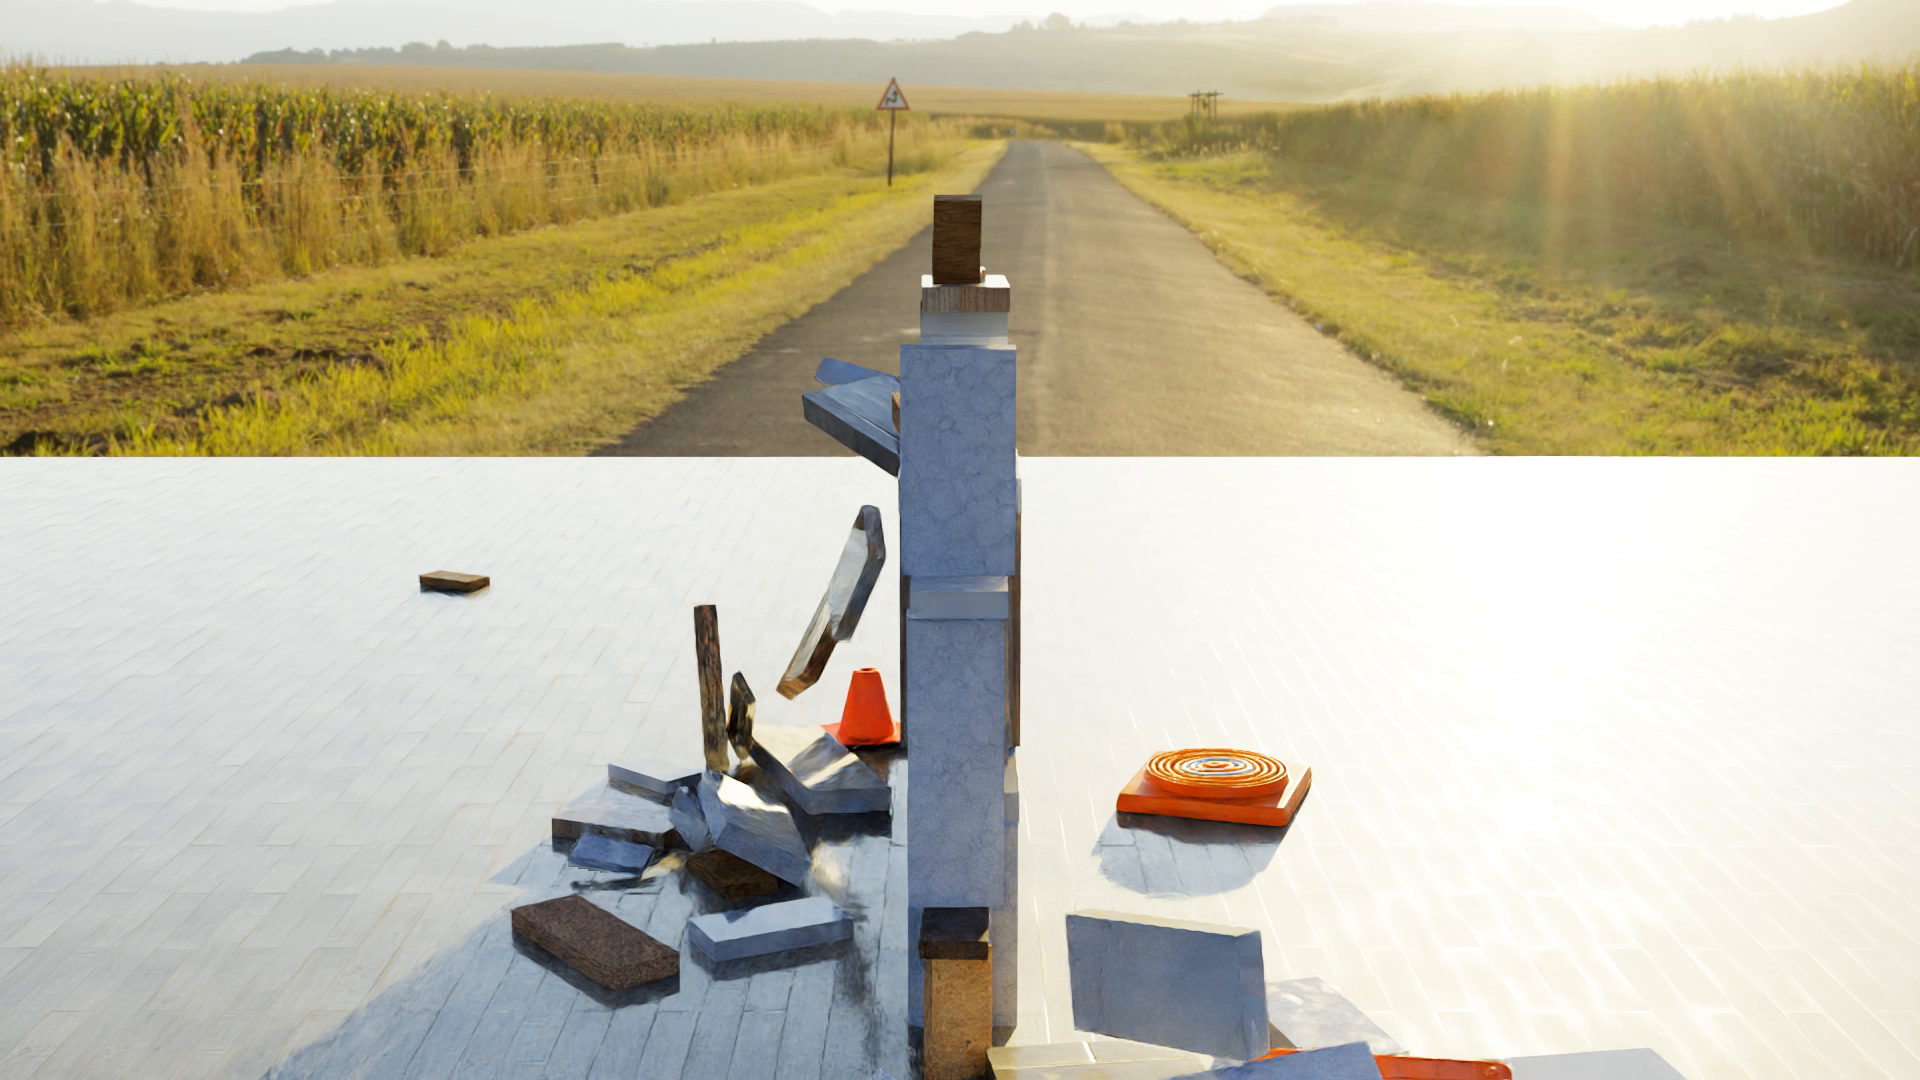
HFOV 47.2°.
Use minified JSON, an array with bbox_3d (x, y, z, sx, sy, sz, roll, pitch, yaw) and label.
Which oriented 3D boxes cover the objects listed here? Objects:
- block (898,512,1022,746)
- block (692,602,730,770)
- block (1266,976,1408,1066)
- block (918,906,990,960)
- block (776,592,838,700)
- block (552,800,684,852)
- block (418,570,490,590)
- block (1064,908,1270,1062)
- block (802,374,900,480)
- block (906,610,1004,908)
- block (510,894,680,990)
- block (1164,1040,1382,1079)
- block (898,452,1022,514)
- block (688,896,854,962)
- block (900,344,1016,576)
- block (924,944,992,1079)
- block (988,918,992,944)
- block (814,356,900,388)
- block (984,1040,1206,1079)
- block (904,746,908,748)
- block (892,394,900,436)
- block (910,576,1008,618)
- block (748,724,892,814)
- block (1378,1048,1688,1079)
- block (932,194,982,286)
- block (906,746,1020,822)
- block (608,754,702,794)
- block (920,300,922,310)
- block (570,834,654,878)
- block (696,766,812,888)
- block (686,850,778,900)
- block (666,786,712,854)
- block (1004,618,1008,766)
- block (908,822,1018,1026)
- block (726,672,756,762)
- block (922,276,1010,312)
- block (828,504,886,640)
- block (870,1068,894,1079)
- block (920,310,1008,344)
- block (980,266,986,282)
[{"bbox_3d":[0.000,0.126,3.248,0.178,0.356,0.050,0,10,0],"label":"block"},{"bbox_3d":[-0.492,0.287,4.346,0.046,0.323,0.162,-5,1,-7],"label":"block"},{"bbox_3d":[0.497,0.683,3.061,0.139,0.039,0.277,-3,11,-16],"label":"block"},{"bbox_3d":[-0.006,0.522,2.973,0.090,0.026,0.181,0,10,2],"label":"block"},{"bbox_3d":[-0.279,0.194,4.428,0.036,0.254,0.127,35,-34,-15],"label":"block"},{"bbox_3d":[-0.608,0.516,3.979,0.232,0.033,0.116,4,11,22],"label":"block"},{"bbox_3d":[-1.417,0.113,6.165,0.181,0.026,0.090,6,12,29],"label":"block"},{"bbox_3d":[0.262,0.567,2.825,0.044,0.156,0.311,-5,1,-40],"label":"block"},{"bbox_3d":[-0.108,-0.192,3.780,0.164,0.046,0.417,-16,26,-24],"label":"block"},{"bbox_3d":[-0.006,0.298,2.991,0.130,0.409,0.037,0,10,-1],"label":"block"},{"bbox_3d":[-0.569,0.621,3.412,0.116,0.033,0.329,-8,13,-37],"label":"block"},{"bbox_3d":[0.289,0.700,2.630,0.441,0.044,0.156,-11,18,1],"label":"block"},{"bbox_3d":[-0.001,-0.096,3.329,0.178,0.050,0.356,0,10,0],"label":"block"},{"bbox_3d":[-0.298,0.611,3.465,0.232,0.033,0.116,-5,12,-26],"label":"block"},{"bbox_3d":[-0.002,-0.108,2.997,0.156,0.311,0.044,0,13,0],"label":"block"},{"bbox_3d":[-0.003,0.632,2.945,0.090,0.181,0.026,-5,12,-26],"label":"block"},{"bbox_3d":[-0.001,0.613,3.048,0.090,0.181,0.026,0,10,2],"label":"block"},{"bbox_3d":[-0.099,-0.257,4.108,0.323,0.046,0.162,17,-11,33],"label":"block"},{"bbox_3d":[0.181,0.711,2.911,0.277,0.039,0.139,-2,11,-8],"label":"block"},{"bbox_3d":[0.000,0.118,3.483,0.178,0.425,0.050,0,11,0],"label":"block"},{"bbox_3d":[-0.017,-0.192,3.561,0.164,0.046,0.328,-1,12,-6],"label":"block"},{"bbox_3d":[-0.001,0.062,3.037,0.130,0.037,0.261,0,10,0],"label":"block"},{"bbox_3d":[-0.287,0.442,4.293,0.162,0.046,0.460,0,10,-22],"label":"block"},{"bbox_3d":[0.701,0.721,2.855,0.484,0.039,0.139,-2,11,-9],"label":"block"},{"bbox_3d":[-0.004,-0.414,3.035,0.066,0.131,0.019,-1,36,-3],"label":"block"},{"bbox_3d":[0.004,0.341,3.189,0.155,0.044,0.310,0,11,0],"label":"block"},{"bbox_3d":[-0.597,0.458,4.309,0.181,0.026,0.090,10,14,43],"label":"block"},{"bbox_3d":[0.003,-0.232,3.254,0.122,0.243,0.034,0,10,-3],"label":"block"},{"bbox_3d":[-0.598,0.542,3.783,0.130,0.018,0.065,9,28,9],"label":"block"},{"bbox_3d":[-0.362,0.497,3.835,0.164,0.046,0.328,29,3,-16],"label":"block"},{"bbox_3d":[-0.389,0.565,3.731,0.090,0.026,0.181,-6,12,-28],"label":"block"},{"bbox_3d":[-0.472,0.497,3.886,0.018,0.065,0.130,11,20,-39],"label":"block"},{"bbox_3d":[0.003,0.193,3.148,0.131,0.261,0.037,0,11,1],"label":"block"},{"bbox_3d":[0.004,0.534,3.119,0.155,0.311,0.044,0,11,0],"label":"block"},{"bbox_3d":[-0.424,0.344,4.244,0.018,0.065,0.428,-26,-15,-16],"label":"block"},{"bbox_3d":[0.007,-0.354,3.154,0.121,0.034,0.243,0,11,-1],"label":"block"},{"bbox_3d":[-0.198,0.064,4.184,0.036,0.254,0.127,6,49,-18],"label":"block"},{"bbox_3d":[-0.040,0.706,2.680,0.019,0.162,0.066,-50,29,-15],"label":"block"},{"bbox_3d":[0.006,-0.148,3.105,0.121,0.352,0.034,0,9,1],"label":"block"},{"bbox_3d":[-0.003,-0.387,3.185,0.066,0.019,0.131,-1,11,-5],"label":"block"}]
